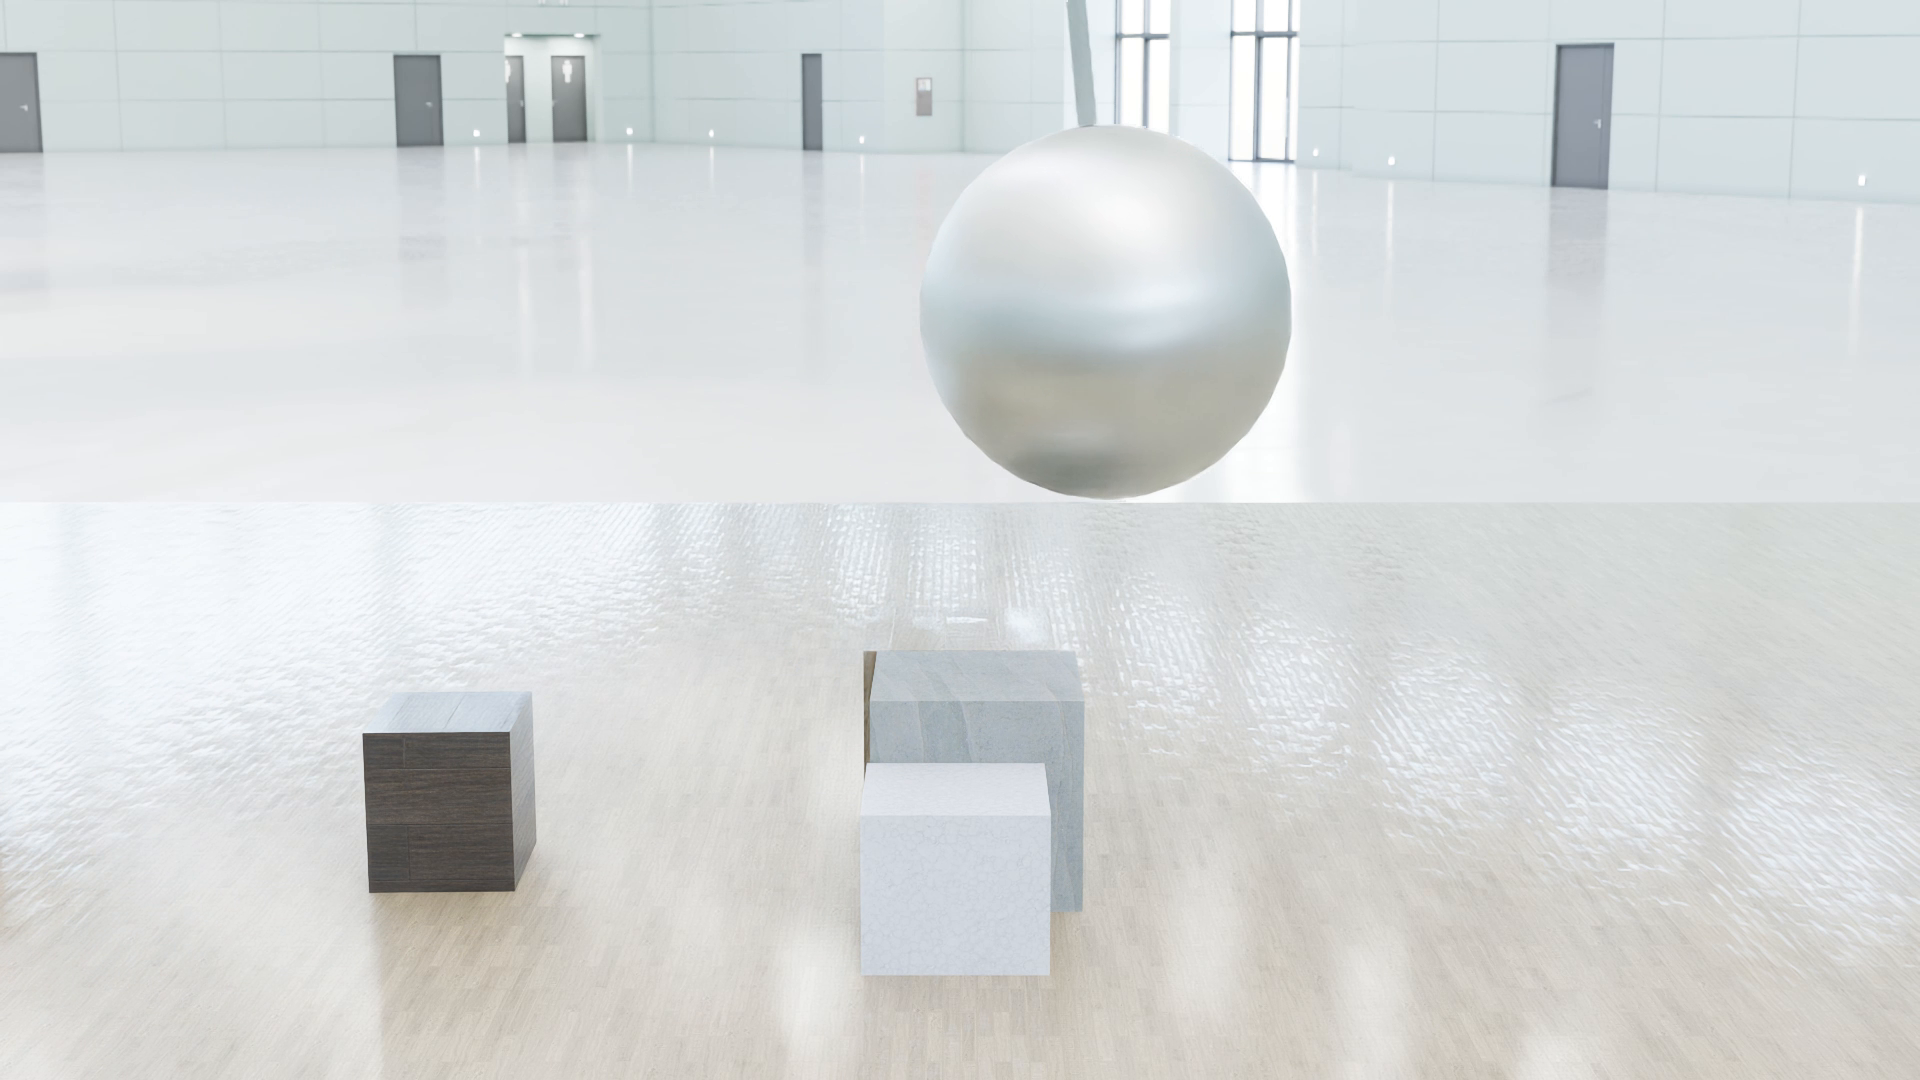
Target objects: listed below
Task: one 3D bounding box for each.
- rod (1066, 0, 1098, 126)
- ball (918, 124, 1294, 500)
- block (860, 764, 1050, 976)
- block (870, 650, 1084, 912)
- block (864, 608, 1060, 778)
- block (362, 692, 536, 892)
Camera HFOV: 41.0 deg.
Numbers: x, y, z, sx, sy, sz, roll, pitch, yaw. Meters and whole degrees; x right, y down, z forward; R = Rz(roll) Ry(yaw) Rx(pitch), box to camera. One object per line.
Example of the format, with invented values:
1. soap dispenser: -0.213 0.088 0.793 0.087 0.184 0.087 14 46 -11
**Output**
1. rod: 0.270 -4.300 10.398 0.080 5.200 0.080 -6 10 1
2. ball: 0.624 -0.973 11.003 1.600 1.600 1.600 0 10 0
3. block: -0.018 1.326 10.442 0.744 0.654 0.770 0 10 0
4. block: 0.072 1.041 11.272 0.898 0.919 0.946 0 10 0
5. block: 0.008 0.869 12.220 0.896 0.918 0.962 0 10 0
6. block: -2.263 1.112 11.445 0.631 0.716 0.735 0 10 -2
